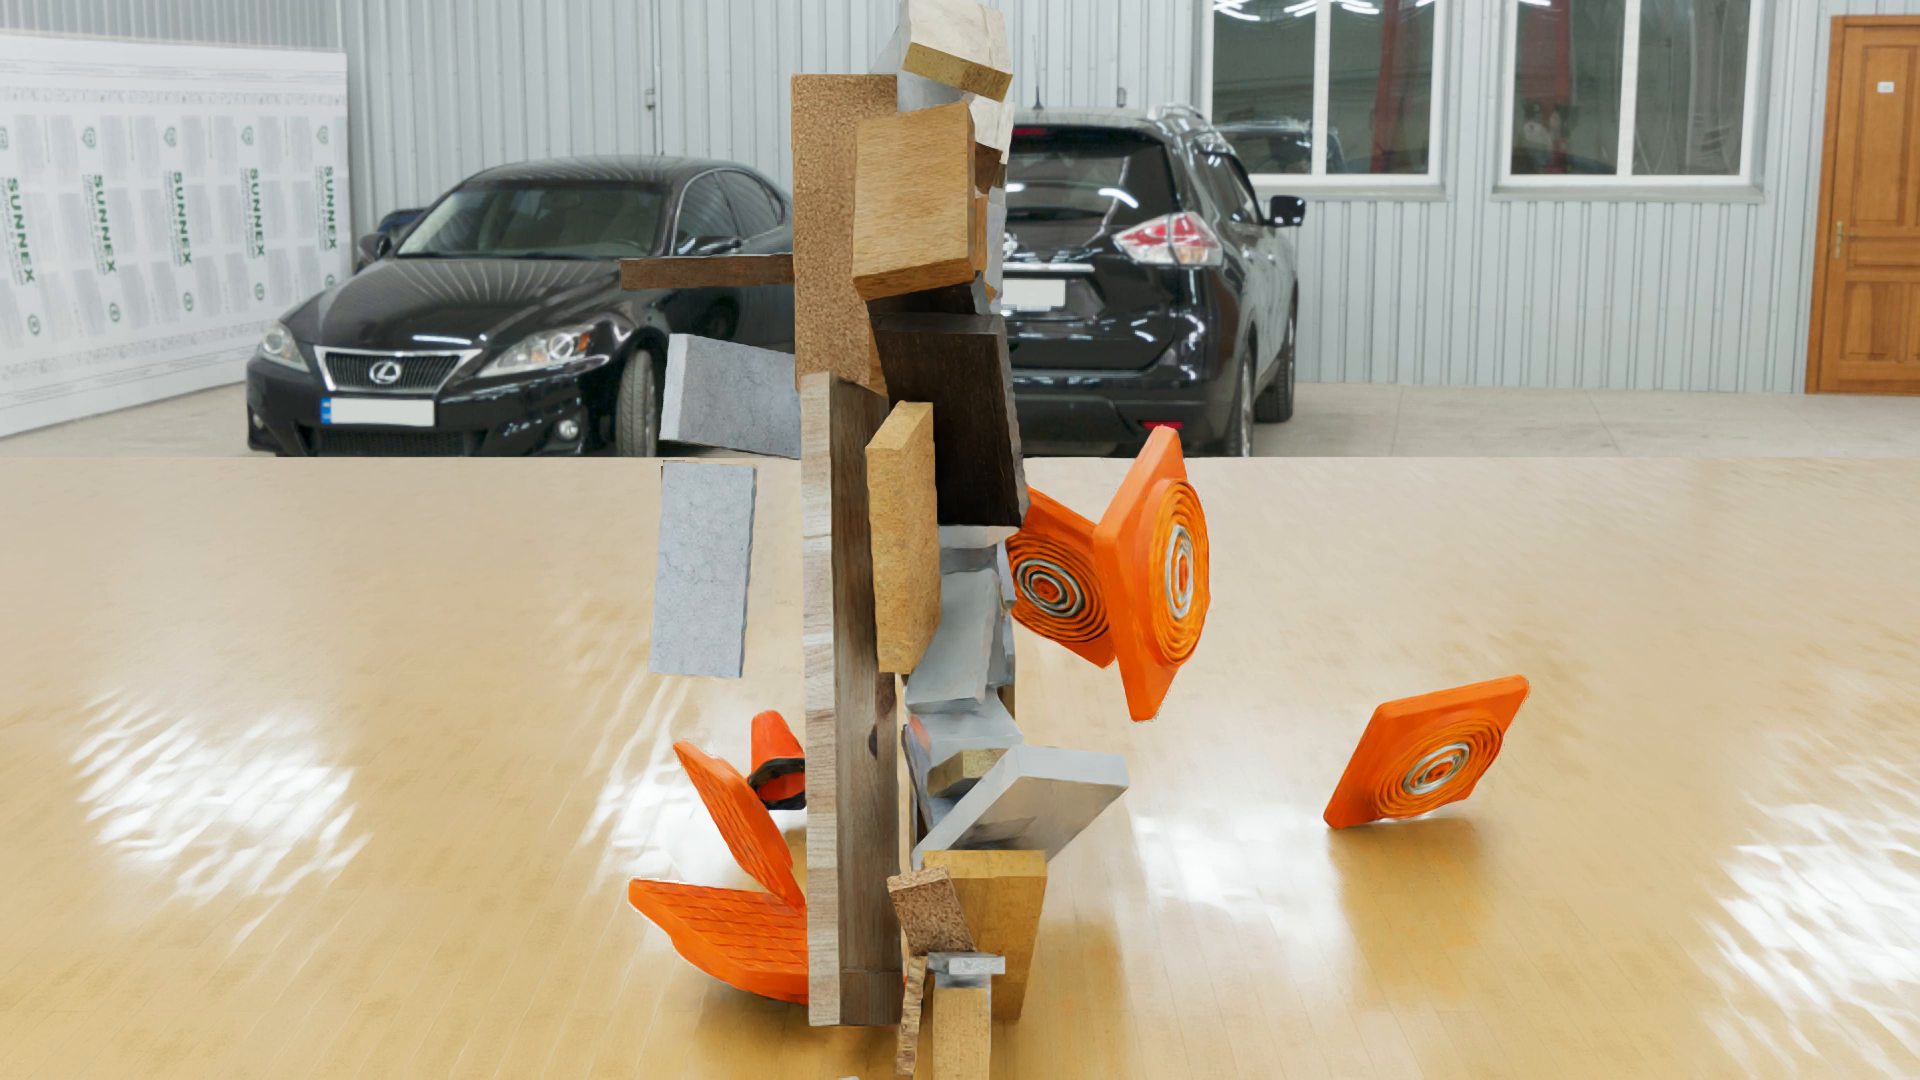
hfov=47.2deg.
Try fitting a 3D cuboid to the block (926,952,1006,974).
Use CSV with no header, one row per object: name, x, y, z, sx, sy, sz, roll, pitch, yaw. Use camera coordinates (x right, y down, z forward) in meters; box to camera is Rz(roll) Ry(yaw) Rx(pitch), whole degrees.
block,0.007,0.558,2.904,0.073,0.021,0.147,1,-8,-12

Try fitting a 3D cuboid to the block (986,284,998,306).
block,-0.007,-0.399,3.924,0.080,0.160,0.023,34,-8,-27

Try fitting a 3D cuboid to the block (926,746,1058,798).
block,0.043,0.324,3.057,0.132,0.037,0.264,-2,-12,-12

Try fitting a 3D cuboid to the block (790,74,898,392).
block,-0.175,-0.469,3.378,0.160,0.481,0.045,-1,2,-8

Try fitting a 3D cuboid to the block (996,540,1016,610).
block,-0.018,-0.033,3.913,0.170,0.339,0.048,-8,-19,-10

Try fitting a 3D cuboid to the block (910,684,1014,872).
block,0.003,0.401,3.720,0.176,0.352,0.050,0,9,0

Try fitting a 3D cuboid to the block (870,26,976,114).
block,-0.112,-0.640,3.512,0.160,0.319,0.045,33,6,18

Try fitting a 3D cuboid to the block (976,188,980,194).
block,-0.002,-0.611,3.666,0.018,0.064,0.128,-33,-17,9

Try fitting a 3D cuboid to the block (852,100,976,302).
block,-0.064,-0.492,3.168,0.167,0.047,0.333,-9,50,11

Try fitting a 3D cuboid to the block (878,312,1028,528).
block,-0.006,-0.170,3.167,0.171,0.343,0.049,4,41,15

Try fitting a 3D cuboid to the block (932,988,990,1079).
block,0.001,0.665,2.895,0.073,0.147,0.021,0,-22,-1

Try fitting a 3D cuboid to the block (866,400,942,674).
block,-0.077,-0.004,3.100,0.049,0.343,0.171,4,26,13

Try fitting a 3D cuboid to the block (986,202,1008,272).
block,-0.044,-0.470,4.003,0.165,0.330,0.047,18,10,-1

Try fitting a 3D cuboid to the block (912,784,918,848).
block,-0.009,0.463,3.610,0.133,0.265,0.038,-2,15,-2

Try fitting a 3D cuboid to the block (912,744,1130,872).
block,0.077,0.380,2.983,0.163,0.046,0.327,8,-36,-25

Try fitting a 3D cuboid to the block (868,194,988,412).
block,-0.049,-0.351,3.278,0.167,0.333,0.047,8,18,21

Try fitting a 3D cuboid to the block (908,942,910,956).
block,0.017,0.560,3.198,0.163,0.046,0.327,-1,-24,-6

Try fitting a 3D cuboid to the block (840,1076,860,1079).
block,-0.142,0.699,2.676,0.080,0.023,0.159,-10,10,-17

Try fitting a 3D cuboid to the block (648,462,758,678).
block,-0.482,0.057,4.134,0.170,0.396,0.048,3,-5,4

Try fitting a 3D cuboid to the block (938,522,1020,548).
block,0.012,-0.017,3.357,0.111,0.031,0.222,1,7,14

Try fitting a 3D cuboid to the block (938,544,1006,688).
block,0.006,0.113,3.334,0.111,0.222,0.031,-2,-16,-8

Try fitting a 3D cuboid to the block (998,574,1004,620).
block,-0.024,-0.002,3.845,0.159,0.319,0.045,-4,-22,-9

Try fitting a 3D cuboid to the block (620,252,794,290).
block,-0.381,-0.435,3.549,0.329,0.047,0.164,-3,9,-9

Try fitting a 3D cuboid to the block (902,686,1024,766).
block,0.001,0.267,3.227,0.132,0.037,0.264,-3,14,-10

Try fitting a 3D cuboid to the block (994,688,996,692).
block,0.021,0.196,3.410,0.072,0.144,0.020,-1,56,-1

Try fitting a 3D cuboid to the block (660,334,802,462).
block,-0.317,-0.221,3.522,0.352,0.164,0.047,7,-3,-44

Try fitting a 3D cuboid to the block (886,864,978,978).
block,-0.035,0.512,2.945,0.080,0.210,0.023,-14,45,3

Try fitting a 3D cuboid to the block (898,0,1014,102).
block,-0.010,-0.773,3.395,0.160,0.045,0.319,16,28,-11

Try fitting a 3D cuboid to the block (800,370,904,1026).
block,-0.156,0.223,3.148,0.049,0.921,0.171,-9,-15,28

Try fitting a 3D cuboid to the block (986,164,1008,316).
block,-0.004,-0.452,4.259,0.165,0.681,0.047,-2,10,-21

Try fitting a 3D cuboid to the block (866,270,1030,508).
block,-0.016,-0.207,3.225,0.166,0.408,0.047,3,38,22

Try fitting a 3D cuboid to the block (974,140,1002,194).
block,-0.030,-0.515,3.930,0.080,0.406,0.023,15,14,-19

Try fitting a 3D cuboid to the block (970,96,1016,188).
block,0.010,-0.749,4.074,0.165,0.047,0.330,11,30,-2

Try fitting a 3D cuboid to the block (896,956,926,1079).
block,-0.064,0.629,2.849,0.023,0.159,0.080,6,-33,1

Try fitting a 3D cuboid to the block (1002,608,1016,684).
block,0.004,0.181,3.802,0.176,0.050,0.352,0,10,0

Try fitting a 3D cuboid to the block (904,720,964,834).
block,0.008,0.361,3.228,0.132,0.037,0.264,-2,37,-12

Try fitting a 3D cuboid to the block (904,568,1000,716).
block,-0.010,0.148,3.232,0.111,0.222,0.031,-8,-37,23

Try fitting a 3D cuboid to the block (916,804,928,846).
block,-0.002,0.495,3.437,0.133,0.265,0.038,2,15,-1

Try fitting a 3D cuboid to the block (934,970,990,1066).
block,0.003,0.649,2.948,0.073,0.147,0.021,0,7,-1

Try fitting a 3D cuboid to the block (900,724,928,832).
block,-0.003,0.365,3.283,0.124,0.035,0.247,-3,37,-13

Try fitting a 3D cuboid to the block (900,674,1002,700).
block,-0.032,0.102,3.671,0.159,0.045,0.417,-5,49,-4

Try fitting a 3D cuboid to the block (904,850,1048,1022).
block,0.018,0.550,3.041,0.163,0.327,0.046,1,43,-7
